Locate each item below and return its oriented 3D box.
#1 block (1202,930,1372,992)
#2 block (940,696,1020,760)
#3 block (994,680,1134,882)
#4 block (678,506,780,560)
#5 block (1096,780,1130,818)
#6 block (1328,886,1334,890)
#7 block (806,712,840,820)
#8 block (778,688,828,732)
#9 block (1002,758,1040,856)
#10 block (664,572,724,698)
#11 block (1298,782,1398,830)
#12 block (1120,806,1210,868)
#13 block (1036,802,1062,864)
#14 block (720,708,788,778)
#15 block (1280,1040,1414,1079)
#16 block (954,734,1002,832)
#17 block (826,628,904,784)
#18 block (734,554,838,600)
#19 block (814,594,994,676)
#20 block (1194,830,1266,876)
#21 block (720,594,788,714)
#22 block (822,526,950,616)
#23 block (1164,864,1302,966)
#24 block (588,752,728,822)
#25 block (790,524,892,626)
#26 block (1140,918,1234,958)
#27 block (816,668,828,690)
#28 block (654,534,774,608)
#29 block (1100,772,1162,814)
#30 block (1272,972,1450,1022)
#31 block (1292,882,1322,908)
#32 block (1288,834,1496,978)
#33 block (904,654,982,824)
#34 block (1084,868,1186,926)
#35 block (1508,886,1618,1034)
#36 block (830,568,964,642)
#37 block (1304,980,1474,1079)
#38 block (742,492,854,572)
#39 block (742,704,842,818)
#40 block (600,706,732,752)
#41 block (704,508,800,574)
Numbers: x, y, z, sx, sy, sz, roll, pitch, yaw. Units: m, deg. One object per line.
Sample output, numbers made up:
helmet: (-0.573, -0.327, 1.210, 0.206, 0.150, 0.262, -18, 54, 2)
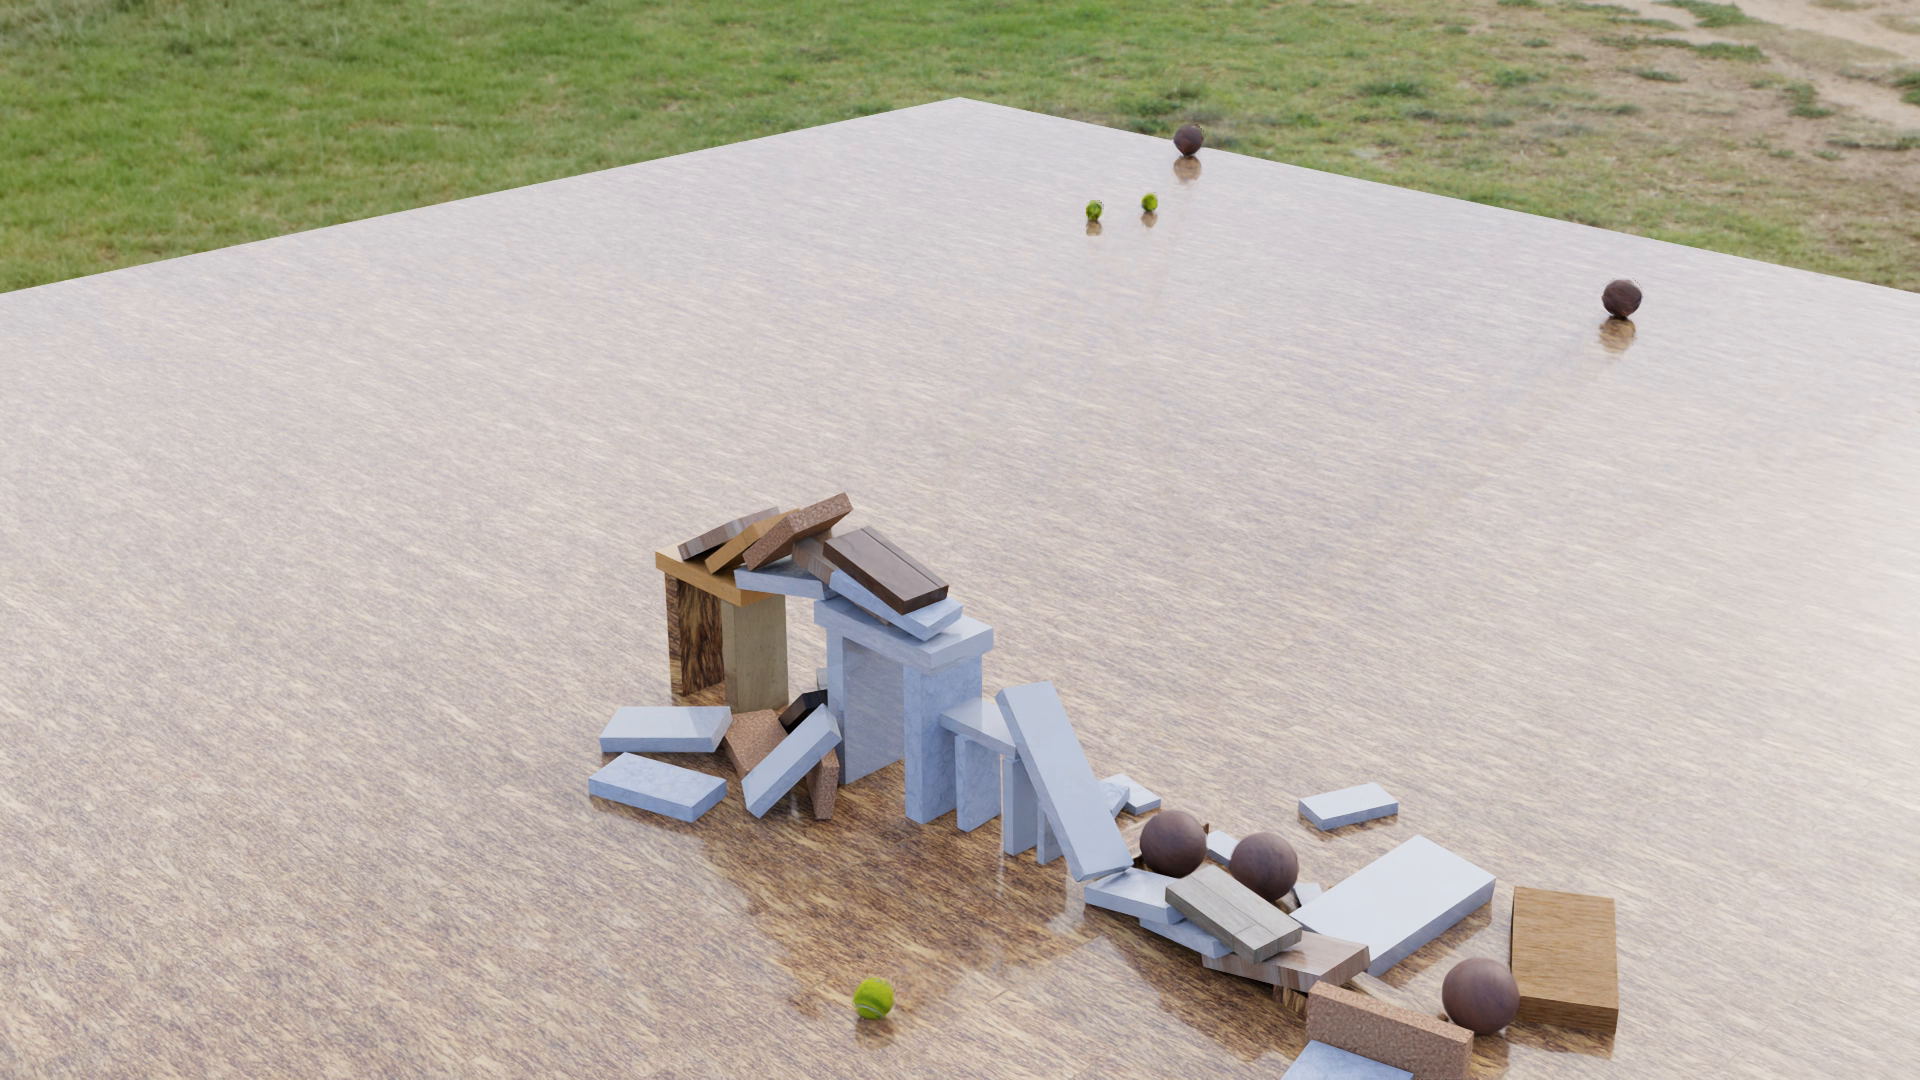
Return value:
block: (0.574, 0.736, 3.891, 0.136, 0.039, 0.272, -20, 16, -40)
block: (0.068, 0.369, 4.330, 0.203, 0.029, 0.102, 21, 31, 40)
block: (0.198, 0.459, 4.216, 0.120, 0.034, 0.401, -6, 61, -36)
block: (-0.498, -0.014, 4.738, 0.120, 0.034, 0.239, -20, -1, -39)
block: (0.245, 0.521, 4.475, 0.180, 0.026, 0.090, 8, 30, 26)
block: (0.754, 0.668, 4.168, 0.098, 0.014, 0.049, -6, 24, -15)
block: (-0.287, 0.462, 4.516, 0.034, 0.119, 0.238, 4, 22, -13)
block: (-0.304, 0.361, 4.686, 0.119, 0.034, 0.238, -9, -14, -21)
block: (0.131, 0.507, 4.305, 0.102, 0.203, 0.029, -19, 28, -38)
block: (-0.584, 0.191, 4.934, 0.147, 0.294, 0.042, -21, 31, -41)
block: (0.787, 0.539, 4.457, 0.180, 0.025, 0.090, -9, 25, -21)
block: (0.365, 0.594, 4.329, 0.264, 0.026, 0.090, -18, 29, -36)
block: (0.179, 0.561, 4.273, 0.065, 0.130, 0.018, -21, 31, -41)
block: (-0.428, 0.439, 4.679, 0.127, 0.036, 0.255, -8, 24, -18)
block: (0.569, 0.934, 3.494, 0.180, 0.051, 0.359, 13, 26, 29)
block: (0.037, 0.470, 4.391, 0.029, 0.203, 0.102, 17, 28, 39)
block: (-0.194, 0.320, 4.567, 0.049, 0.344, 0.172, 21, 31, 40)
block: (-0.327, 0.074, 4.599, 0.282, 0.040, 0.141, 6, 20, 45)
block: (-0.115, 0.171, 4.415, 0.172, 0.049, 0.344, -21, 31, -40)
block: (0.527, 0.610, 4.299, 0.065, 0.018, 0.130, -17, 28, -34)
block: (-0.447, 0.245, 4.807, 0.042, 0.294, 0.147, 21, 30, 40)
block: (-0.148, 0.059, 4.357, 0.120, 0.034, 0.240, -20, 43, -40)
block: (0.486, 0.665, 3.918, 0.116, 0.033, 0.231, -18, 32, -32)
block: (-0.621, 0.507, 4.520, 0.255, 0.036, 0.127, 12, 26, 25)
block: (-0.194, 0.068, 4.463, 0.282, 0.040, 0.141, 33, 38, 31)
block: (0.438, 0.698, 4.000, 0.116, 0.033, 0.231, -15, 13, -28)
block: (-0.200, 0.323, 4.955, 0.239, 0.034, 0.120, -3, 23, -7)
block: (-0.516, 0.063, 4.804, 0.147, 0.042, 0.294, -21, 31, -40)
block: (0.346, 0.520, 4.511, 0.065, 0.018, 0.130, -15, 27, -31)
block: (0.692, 0.809, 3.805, 0.136, 0.039, 0.272, -20, 30, -39)
block: (0.661, 0.679, 4.142, 0.049, 0.014, 0.098, -2, 23, -4)
block: (0.801, 0.679, 4.073, 0.405, 0.051, 0.180, -21, 36, -40)
block: (-0.033, 0.383, 4.419, 0.049, 0.344, 0.172, 21, 31, 41)
block: (0.349, 0.660, 4.085, 0.116, 0.033, 0.231, -17, 13, -35)
block: (1.079, 0.746, 3.937, 0.180, 0.051, 0.359, 6, 24, 13)
block: (-0.126, 0.110, 4.346, 0.240, 0.034, 0.120, 28, 35, 25)
block: (0.704, 0.833, 3.623, 0.272, 0.136, 0.039, 14, 27, 29)
block: (-0.337, -0.016, 4.529, 0.141, 0.040, 0.282, -23, -6, -29)
block: (-0.343, 0.448, 4.465, 0.238, 0.034, 0.119, -44, 24, 8)
block: (-0.629, 0.405, 4.709, 0.255, 0.036, 0.127, -1, 26, 15)
block: (-0.436, 0.003, 4.667, 0.120, 0.034, 0.239, -20, -8, -37)
